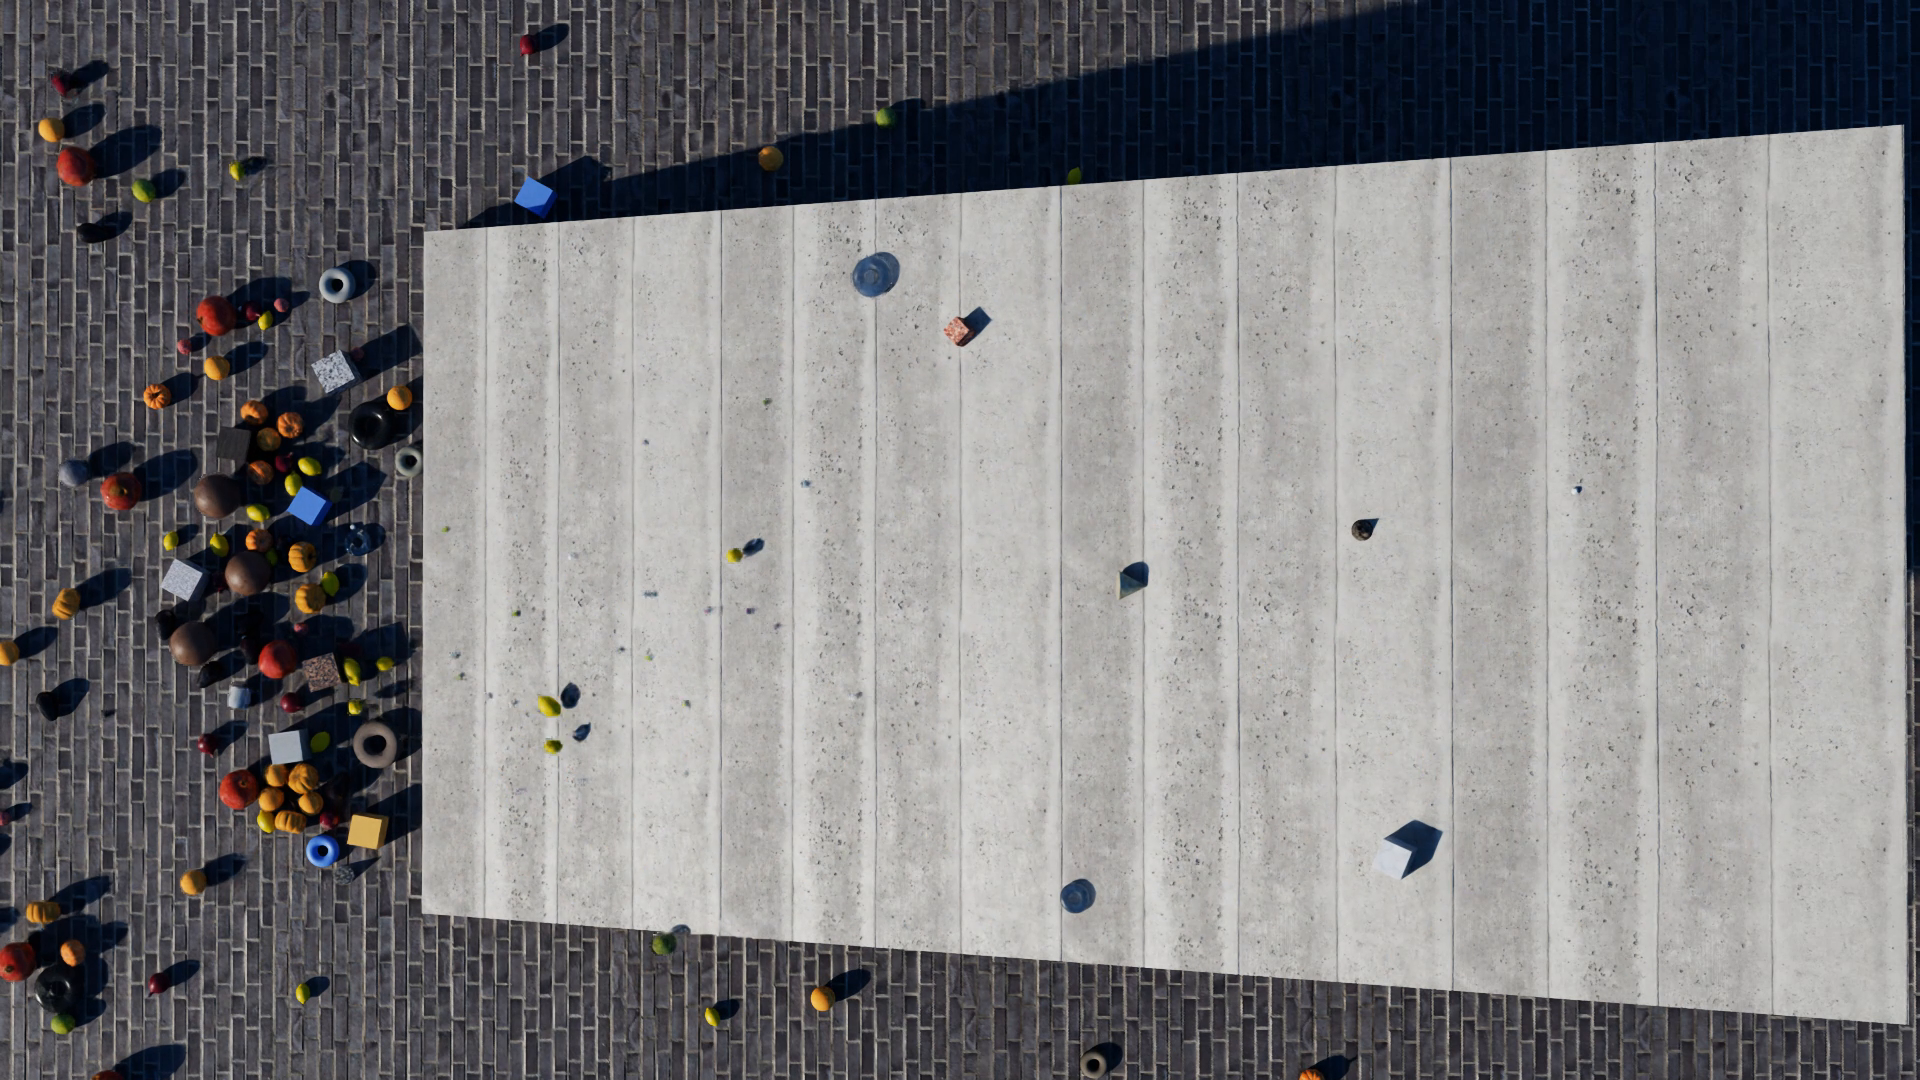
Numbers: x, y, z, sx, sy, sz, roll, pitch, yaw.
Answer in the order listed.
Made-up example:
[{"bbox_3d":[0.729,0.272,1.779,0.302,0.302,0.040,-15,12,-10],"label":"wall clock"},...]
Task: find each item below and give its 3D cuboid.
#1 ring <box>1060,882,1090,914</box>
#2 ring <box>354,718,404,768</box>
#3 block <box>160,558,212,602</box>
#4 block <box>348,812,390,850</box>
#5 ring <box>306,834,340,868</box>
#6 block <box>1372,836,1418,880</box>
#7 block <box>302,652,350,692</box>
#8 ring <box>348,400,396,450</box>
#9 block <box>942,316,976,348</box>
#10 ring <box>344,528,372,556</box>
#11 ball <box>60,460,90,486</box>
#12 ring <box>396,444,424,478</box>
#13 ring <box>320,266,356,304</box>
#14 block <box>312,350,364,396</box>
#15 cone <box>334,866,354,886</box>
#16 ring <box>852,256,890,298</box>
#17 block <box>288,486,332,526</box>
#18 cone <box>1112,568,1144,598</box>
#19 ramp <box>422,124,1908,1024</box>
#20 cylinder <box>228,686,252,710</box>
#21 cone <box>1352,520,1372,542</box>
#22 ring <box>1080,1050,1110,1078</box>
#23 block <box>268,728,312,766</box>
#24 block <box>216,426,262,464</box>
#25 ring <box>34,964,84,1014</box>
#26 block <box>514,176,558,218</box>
[{"bbox_3d":[0.294,0.918,5.634,0.080,0.027,0.080,0,90,22],"label":"ring"},{"bbox_3d":[-1.724,0.603,6.517,0.149,0.050,0.149,0,88,1],"label":"ring"},{"bbox_3d":[-2.285,0.118,6.501,0.093,0.093,0.093,28,89,0],"label":"block"},{"bbox_3d":[-1.747,0.857,6.494,0.087,0.087,0.087,11,89,0],"label":"block"},{"bbox_3d":[-1.889,0.921,6.521,0.097,0.032,0.097,0,89,-1],"label":"ring"},{"bbox_3d":[1.046,0.764,5.289,0.075,0.075,0.075,23,98,22],"label":"block"},{"bbox_3d":[-1.872,0.389,6.496,0.094,0.094,0.094,-16,89,0],"label":"block"},{"bbox_3d":[-1.745,-0.339,6.528,0.147,0.049,0.147,0,89,1],"label":"ring"},{"bbox_3d":[-0.001,-0.546,5.762,0.054,0.054,0.054,-46,73,16],"label":"block"},{"bbox_3d":[-1.790,0.008,6.535,0.083,0.028,0.083,0,90,-1],"label":"ring"},{"bbox_3d":[-2.622,-0.198,6.510,0.081,0.081,0.081,0,89,0],"label":"ball"},{"bbox_3d":[-1.630,-0.235,6.535,0.097,0.032,0.097,0,90,-1],"label":"ring"},{"bbox_3d":[-1.851,-0.758,6.540,0.110,0.037,0.110,0,89,1],"label":"ring"},{"bbox_3d":[-1.842,-0.494,6.507,0.096,0.096,0.096,-28,89,0],"label":"block"},{"bbox_3d":[-1.832,0.997,6.505,0.062,0.062,0.062,0,89,0],"label":"cone"},{"bbox_3d":[-0.236,-0.703,5.874,0.111,0.037,0.111,0,91,23],"label":"ring"},{"bbox_3d":[-1.922,-0.100,6.507,0.084,0.084,0.084,31,89,0],"label":"block"},{"bbox_3d":[0.439,0.117,5.578,0.076,0.076,0.076,15,89,-23],"label":"cone"},{"bbox_3d":[0.283,0.085,5.717,4.000,0.100,2.000,0,89,23],"label":"ramp"},{"bbox_3d":[-2.132,0.466,6.512,0.060,0.060,0.060,11,89,0],"label":"cylinder"},{"bbox_3d":[0.971,-0.024,5.342,0.053,0.053,0.053,0,89,23],"label":"cone"},{"bbox_3d":[0.399,1.552,6.515,0.087,0.029,0.087,0,89,1],"label":"ring"},{"bbox_3d":[-1.978,0.610,6.496,0.090,0.090,0.090,-8,89,0],"label":"block"},{"bbox_3d":[-2.135,-0.282,6.505,0.093,0.093,0.093,10,89,0],"label":"block"},{"bbox_3d":[-2.667,1.329,6.509,0.143,0.048,0.143,0,89,-1],"label":"ring"},{"bbox_3d":[-1.256,-1.013,6.519,0.084,0.084,0.084,29,89,0],"label":"block"}]
